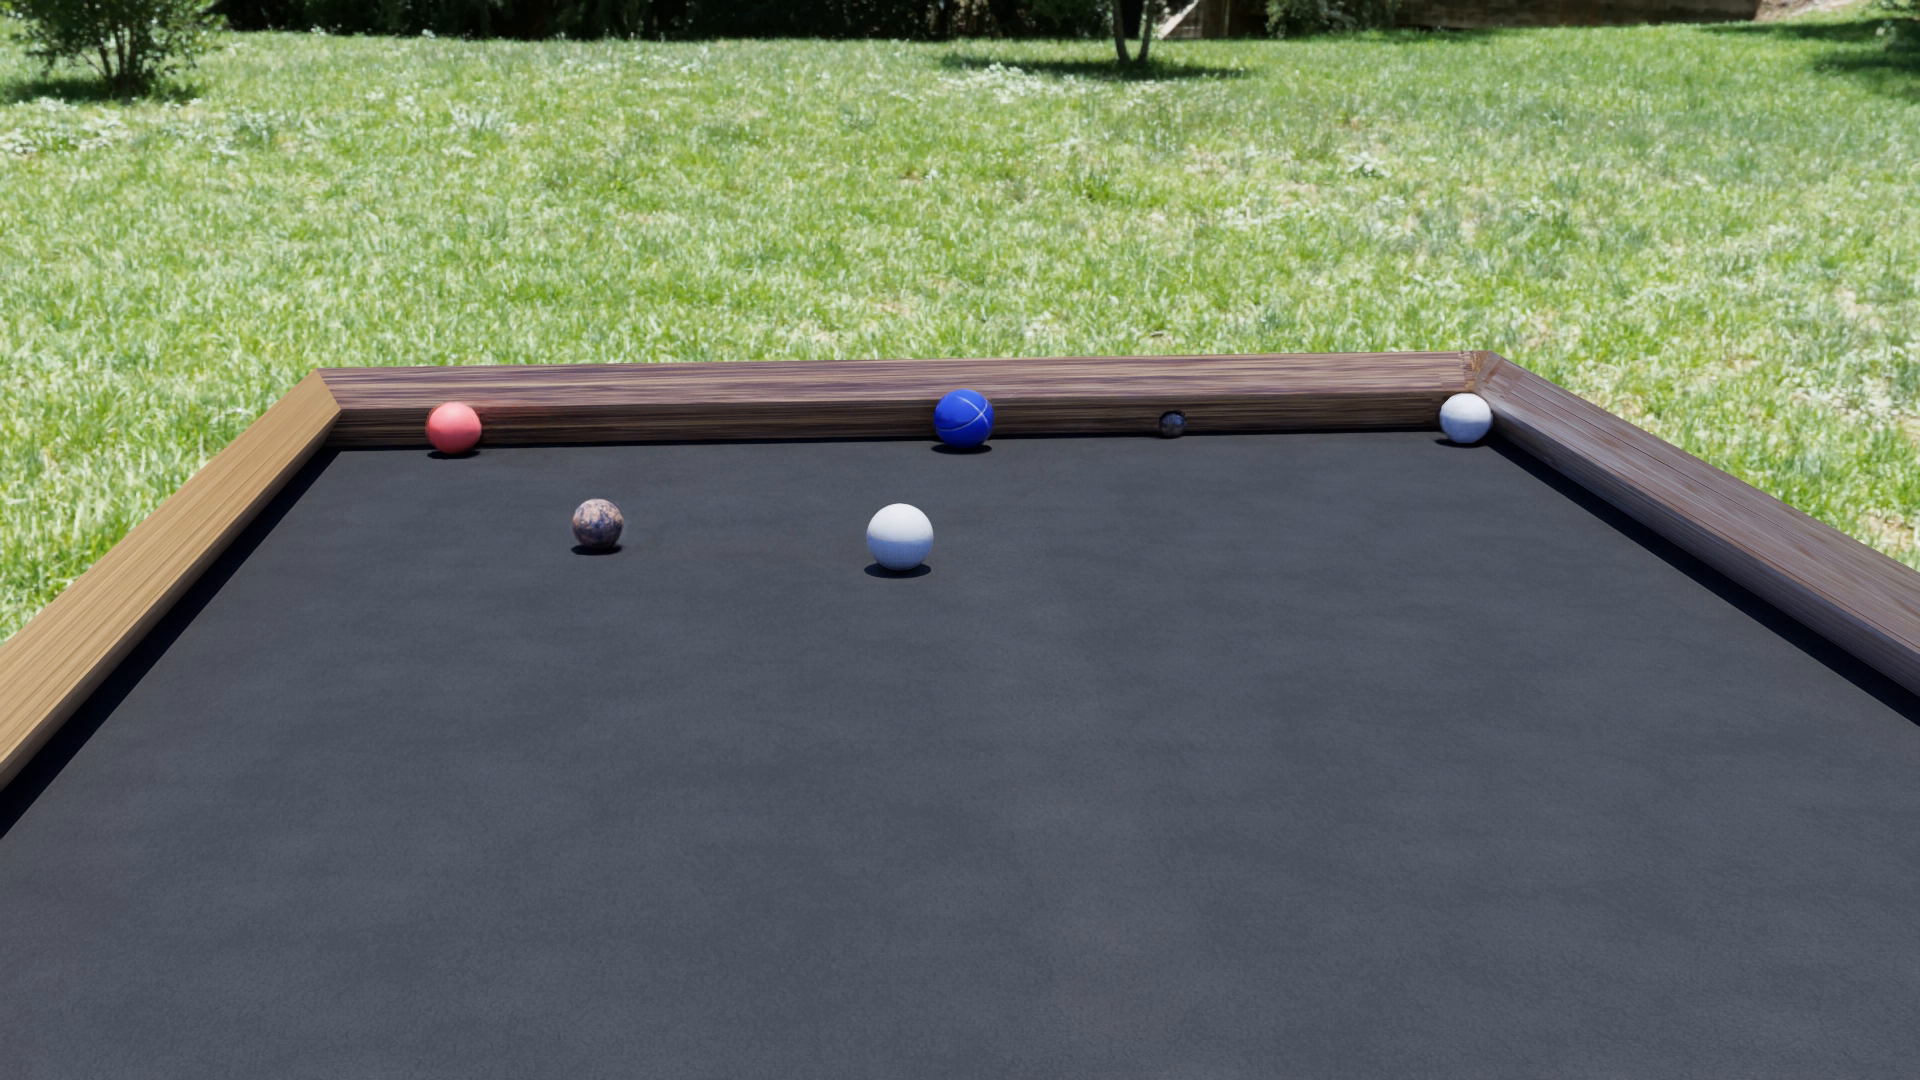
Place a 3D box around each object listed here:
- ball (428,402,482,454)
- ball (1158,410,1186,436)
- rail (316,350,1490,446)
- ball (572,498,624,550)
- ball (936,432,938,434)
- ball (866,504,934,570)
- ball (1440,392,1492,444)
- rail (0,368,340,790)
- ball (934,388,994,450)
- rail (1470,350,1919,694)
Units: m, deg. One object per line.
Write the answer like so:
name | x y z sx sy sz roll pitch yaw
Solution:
ball | -0.799 -0.176 3.474 0.082 0.082 0.082 0 14 0
ball | 0.348 -0.191 3.613 0.043 0.043 0.043 0 14 0
rail | -0.070 -0.229 3.588 1.927 0.126 0.045 -1 15 -5
ball | -0.478 -0.020 2.903 0.067 0.067 0.067 0 14 0
ball | -0.019 -0.182 3.584 0.040 0.040 0.040 0 14 0
ball | -0.076 -0.004 2.800 0.086 0.086 0.086 0 14 0
ball | 0.817 -0.197 3.556 0.083 0.083 0.083 0 14 0
rail | -0.864 0.196 1.942 0.045 0.126 3.294 -1 15 -5
ball | 0.007 -0.193 3.511 0.097 0.097 0.097 0 14 0
rail | 1.008 0.155 2.102 0.045 0.126 3.294 -1 15 -5
